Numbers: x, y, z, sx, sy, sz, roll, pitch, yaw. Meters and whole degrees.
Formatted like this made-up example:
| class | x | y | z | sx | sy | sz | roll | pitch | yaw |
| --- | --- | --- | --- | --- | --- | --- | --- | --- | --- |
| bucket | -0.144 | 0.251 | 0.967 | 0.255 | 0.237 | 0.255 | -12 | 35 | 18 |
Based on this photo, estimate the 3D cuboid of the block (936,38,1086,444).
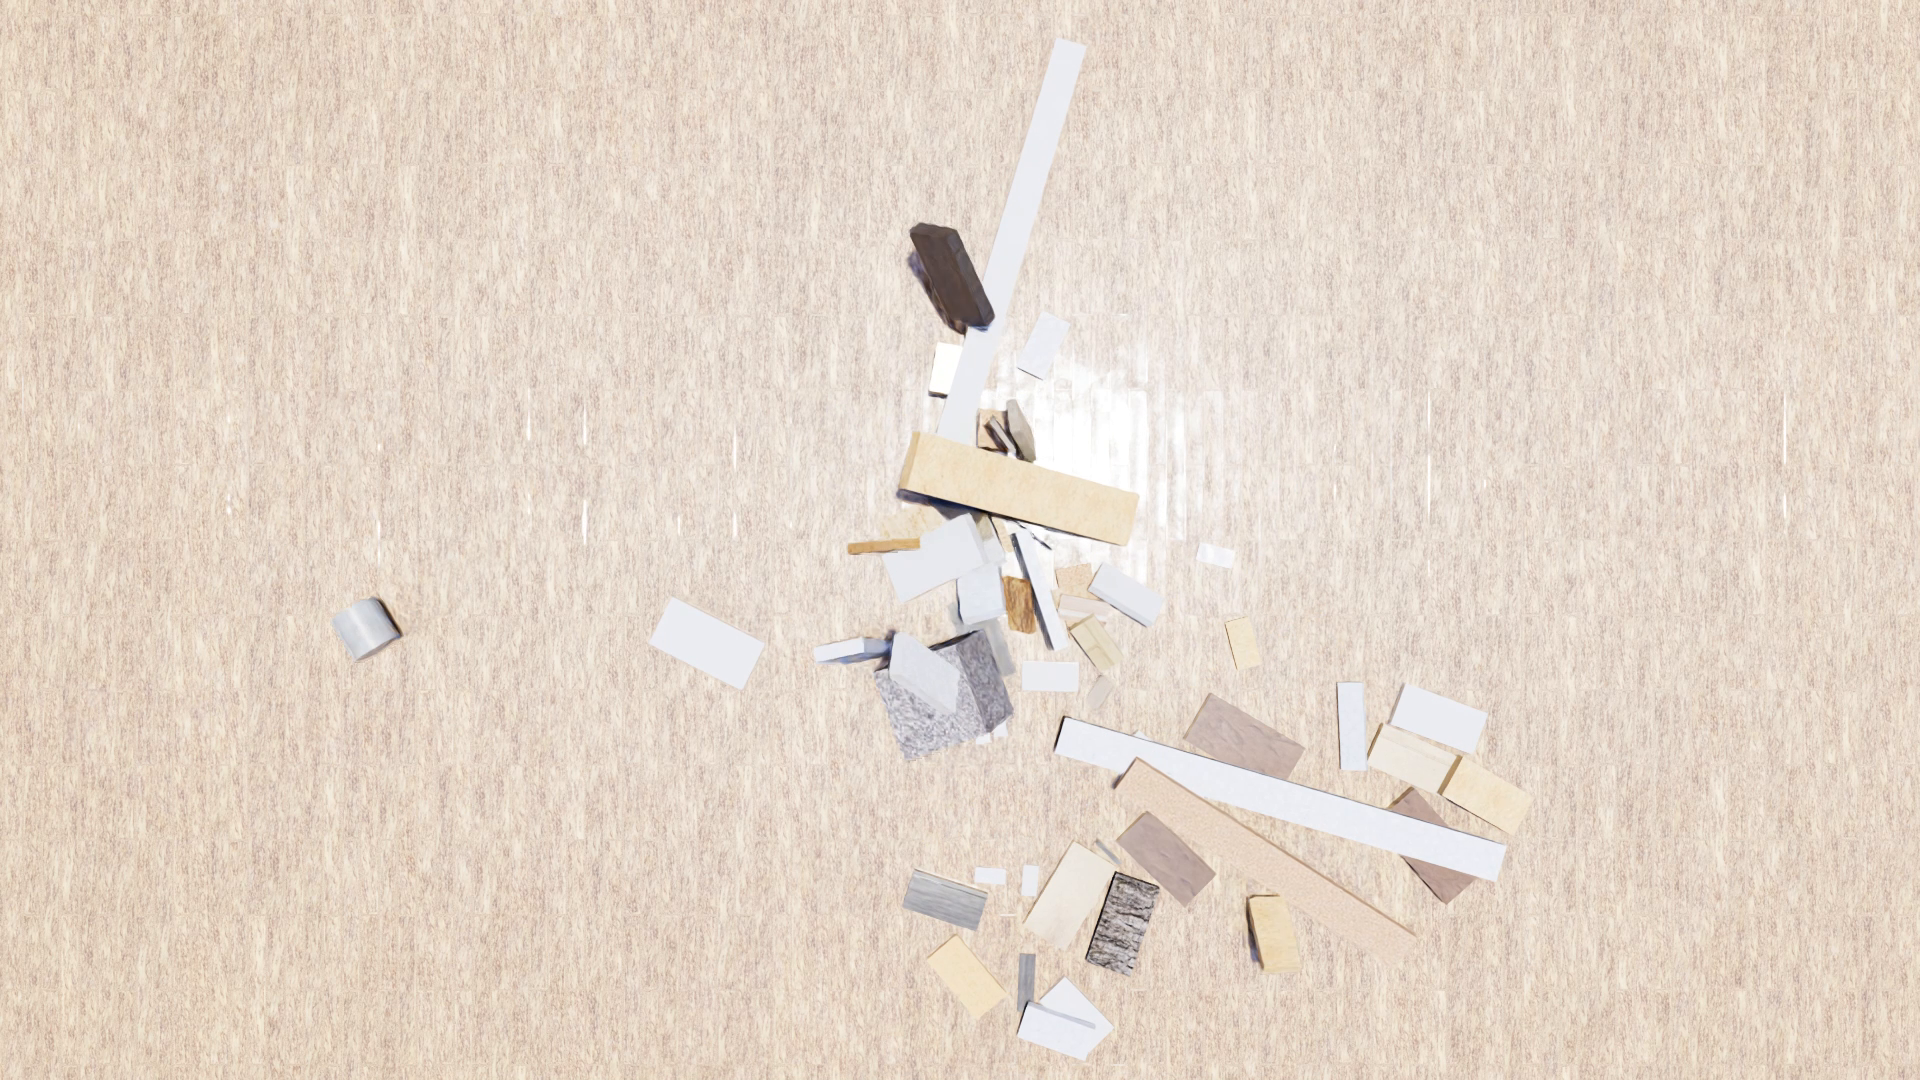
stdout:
| class | x | y | z | sx | sy | sz | roll | pitch | yaw |
| --- | --- | --- | --- | --- | --- | --- | --- | --- | --- |
| block | 0.163 | -0.959 | 5.381 | 0.103 | 0.029 | 1.460 | 17 | 82 | 0 |

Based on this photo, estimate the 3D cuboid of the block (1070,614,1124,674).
| class | x | y | z | sx | sy | sz | roll | pitch | yaw |
| --- | --- | --- | --- | --- | --- | --- | --- | --- | --- |
| block | 0.453 | 0.341 | 5.450 | 0.094 | 0.027 | 0.187 | -32 | 108 | 12 |

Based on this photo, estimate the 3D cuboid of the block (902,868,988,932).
| class | x | y | z | sx | sy | sz | roll | pitch | yaw |
| --- | --- | --- | --- | --- | --- | --- | --- | --- | --- |
| block | -0.049 | 1.196 | 5.482 | 0.259 | 0.037 | 0.130 | 18 | 90 | 0 |

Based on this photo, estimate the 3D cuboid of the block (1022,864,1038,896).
| class | x | y | z | sx | sy | sz | roll | pitch | yaw |
| --- | --- | --- | --- | --- | --- | --- | --- | --- | --- |
| block | 0.233 | 1.133 | 5.493 | 0.050 | 0.014 | 0.101 | 5 | 90 | 0 |

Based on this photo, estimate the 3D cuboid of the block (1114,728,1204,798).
| class | x | y | z | sx | sy | sz | roll | pitch | yaw |
| --- | --- | --- | --- | --- | --- | --- | --- | --- | --- |
| block | 0.660 | 0.788 | 5.478 | 0.310 | 0.044 | 0.155 | 40 | 90 | 0 |

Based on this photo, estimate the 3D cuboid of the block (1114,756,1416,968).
| class | x | y | z | sx | sy | sz | roll | pitch | yaw |
| --- | --- | --- | --- | --- | --- | --- | --- | --- | --- |
| block | 1.008 | 1.062 | 5.434 | 1.109 | 0.037 | 0.130 | 33 | 103 | -3 |

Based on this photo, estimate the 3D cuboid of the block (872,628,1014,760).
| class | x | y | z | sx | sy | sz | roll | pitch | yaw |
| --- | --- | --- | --- | --- | --- | --- | --- | --- | --- |
| block | -0.049 | 0.489 | 5.267 | 0.294 | 0.294 | 0.294 | -20 | 91 | 20 |

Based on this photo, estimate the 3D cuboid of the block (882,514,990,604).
| class | x | y | z | sx | sy | sz | roll | pitch | yaw |
| --- | --- | --- | --- | --- | --- | --- | --- | --- | --- |
| block | -0.080 | 0.062 | 5.387 | 0.345 | 0.049 | 0.172 | -26 | 83 | 28 |

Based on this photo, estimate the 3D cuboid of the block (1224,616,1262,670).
| class | x | y | z | sx | sy | sz | roll | pitch | yaw |
| --- | --- | --- | --- | --- | --- | --- | --- | --- | --- |
| block | 0.941 | 0.344 | 5.488 | 0.082 | 0.023 | 0.165 | -15 | 90 | 0 |

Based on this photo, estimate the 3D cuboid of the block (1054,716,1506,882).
| class | x | y | z | sx | sy | sz | roll | pitch | yaw |
| --- | --- | --- | --- | --- | --- | --- | --- | --- | --- |
| block | 1.053 | 0.852 | 5.432 | 1.506 | 0.035 | 0.123 | 16 | 92 | 0 |

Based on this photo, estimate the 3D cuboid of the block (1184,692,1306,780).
| class | x | y | z | sx | sy | sz | roll | pitch | yaw |
| --- | --- | --- | --- | --- | --- | --- | --- | --- | --- |
| block | 0.943 | 0.674 | 5.475 | 0.358 | 0.051 | 0.179 | 30 | 90 | 0 |

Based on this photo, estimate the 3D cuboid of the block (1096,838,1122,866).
| class | x | y | z | sx | sy | sz | roll | pitch | yaw |
| --- | --- | --- | --- | --- | --- | --- | --- | --- | --- |
| block | 0.493 | 1.037 | 5.473 | 0.107 | 0.054 | 0.015 | 43 | 90 | 0 |

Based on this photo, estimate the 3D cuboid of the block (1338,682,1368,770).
| class | x | y | z | sx | sy | sz | roll | pitch | yaw |
| --- | --- | --- | --- | --- | --- | --- | --- | --- | --- |
| block | 1.302 | 0.617 | 5.468 | 0.082 | 0.023 | 0.291 | -3 | 90 | 32 |

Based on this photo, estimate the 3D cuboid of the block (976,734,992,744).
| class | x | y | z | sx | sy | sz | roll | pitch | yaw |
| --- | --- | --- | --- | --- | --- | --- | --- | --- | --- |
| block | 0.071 | 0.628 | 5.493 | 0.050 | 0.014 | 0.101 | -10 | 90 | 0 |

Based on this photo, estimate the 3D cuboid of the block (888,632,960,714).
| class | x | y | z | sx | sy | sz | roll | pitch | yaw |
| --- | --- | --- | --- | --- | --- | --- | --- | --- | --- |
| block | -0.091 | 0.352 | 4.325 | 0.035 | 0.246 | 0.123 | -16 | 53 | 32 |

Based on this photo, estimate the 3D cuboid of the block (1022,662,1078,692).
| class | x | y | z | sx | sy | sz | roll | pitch | yaw |
| --- | --- | --- | --- | --- | --- | --- | --- | --- | --- |
| block | 0.300 | 0.454 | 5.487 | 0.187 | 0.027 | 0.094 | 2 | 90 | 0 |

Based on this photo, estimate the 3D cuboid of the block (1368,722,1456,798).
| class | x | y | z | sx | sy | sz | roll | pitch | yaw |
| --- | --- | --- | --- | --- | --- | --- | --- | --- | --- |
| block | 1.507 | 0.734 | 5.479 | 0.290 | 0.041 | 0.145 | 24 | 90 | 0 |

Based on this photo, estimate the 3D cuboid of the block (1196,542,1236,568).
| class | x | y | z | sx | sy | sz | roll | pitch | yaw |
| --- | --- | --- | --- | --- | --- | --- | --- | --- | --- |
| block | 0.850 | 0.052 | 5.491 | 0.122 | 0.017 | 0.061 | 14 | 90 | 0 |

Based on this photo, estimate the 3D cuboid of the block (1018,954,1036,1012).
| class | x | y | z | sx | sy | sz | roll | pitch | yaw |
| --- | --- | --- | --- | --- | --- | --- | --- | --- | --- |
| block | 0.221 | 1.474 | 5.492 | 0.054 | 0.015 | 0.191 | 3 | 90 | 0 |

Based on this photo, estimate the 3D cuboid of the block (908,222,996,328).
| class | x | y | z | sx | sy | sz | roll | pitch | yaw |
| --- | --- | --- | --- | --- | --- | --- | --- | --- | --- |
| block | -0.022 | -0.830 | 5.171 | 0.049 | 0.172 | 0.347 | -47 | 132 | -23 |

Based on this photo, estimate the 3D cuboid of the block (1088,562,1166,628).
| class | x | y | z | sx | sy | sz | roll | pitch | yaw |
| --- | --- | --- | --- | --- | --- | --- | --- | --- | --- |
| block | 0.551 | 0.180 | 5.451 | 0.241 | 0.033 | 0.116 | 31 | 52 | 0 |

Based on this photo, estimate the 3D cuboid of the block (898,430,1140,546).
| class | x | y | z | sx | sy | sz | roll | pitch | yaw |
| --- | --- | --- | --- | --- | --- | --- | --- | --- | --- |
| block | 0.205 | -0.156 | 5.245 | 0.872 | 0.051 | 0.179 | 14 | 90 | -32 |

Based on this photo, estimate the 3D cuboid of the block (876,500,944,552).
| class | x | y | z | sx | sy | sz | roll | pitch | yaw |
| --- | --- | --- | --- | --- | --- | --- | --- | --- | --- |
| block | -0.168 | -0.052 | 5.485 | 0.206 | 0.029 | 0.103 | -28 | 90 | 0 |

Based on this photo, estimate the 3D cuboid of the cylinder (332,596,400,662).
| class | x | y | z | sx | sy | sz | roll | pitch | yaw |
| --- | --- | --- | --- | --- | --- | --- | --- | --- | --- |
| cylinder | -1.952 | 0.292 | 5.423 | 0.154 | 0.154 | 0.154 | -31 | 90 | 0 |

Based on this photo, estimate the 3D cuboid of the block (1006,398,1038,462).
| class | x | y | z | sx | sy | sz | roll | pitch | yaw |
| --- | --- | --- | --- | --- | --- | --- | --- | --- | --- |
| block | 0.198 | -0.350 | 5.304 | 0.033 | 0.231 | 0.116 | -14 | 65 | 11 |

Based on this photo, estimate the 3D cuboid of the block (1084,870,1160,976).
| class | x | y | z | sx | sy | sz | roll | pitch | yaw |
| --- | --- | --- | --- | --- | --- | --- | --- | --- | --- |
| block | 0.540 | 1.274 | 5.478 | 0.155 | 0.044 | 0.310 | 19 | 90 | 0 |

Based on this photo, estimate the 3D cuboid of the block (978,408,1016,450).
| class | x | y | z | sx | sy | sz | roll | pitch | yaw |
| --- | --- | --- | --- | --- | --- | --- | --- | --- | --- |
| block | 0.124 | -0.362 | 5.438 | 0.125 | 0.125 | 0.125 | 3 | 90 | 0 |

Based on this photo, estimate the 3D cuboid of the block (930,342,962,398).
| class | x | y | z | sx | sy | sz | roll | pitch | yaw |
| --- | --- | --- | --- | --- | --- | --- | --- | --- | --- |
| block | -0.009 | -0.550 | 5.422 | 0.156 | 0.156 | 0.156 | 10 | 90 | 0 |

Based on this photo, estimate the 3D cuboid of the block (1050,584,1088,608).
| class | x | y | z | sx | sy | sz | roll | pitch | yaw |
| --- | --- | --- | --- | --- | --- | --- | --- | --- | --- |
| block | 0.361 | 0.186 | 5.458 | 0.122 | 0.017 | 0.061 | -12 | 90 | 0 |

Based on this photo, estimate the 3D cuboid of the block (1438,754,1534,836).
| class | x | y | z | sx | sy | sz | roll | pitch | yaw |
| --- | --- | --- | --- | --- | --- | --- | --- | --- | --- |
| block | 1.739 | 0.844 | 5.456 | 0.290 | 0.041 | 0.145 | 30 | 89 | -9 |

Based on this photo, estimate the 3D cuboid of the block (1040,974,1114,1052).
| class | x | y | z | sx | sy | sz | roll | pitch | yaw |
| --- | --- | --- | --- | --- | --- | --- | --- | --- | --- |
| block | 0.388 | 1.573 | 5.483 | 0.118 | 0.033 | 0.236 | -44 | 90 | 0 |
